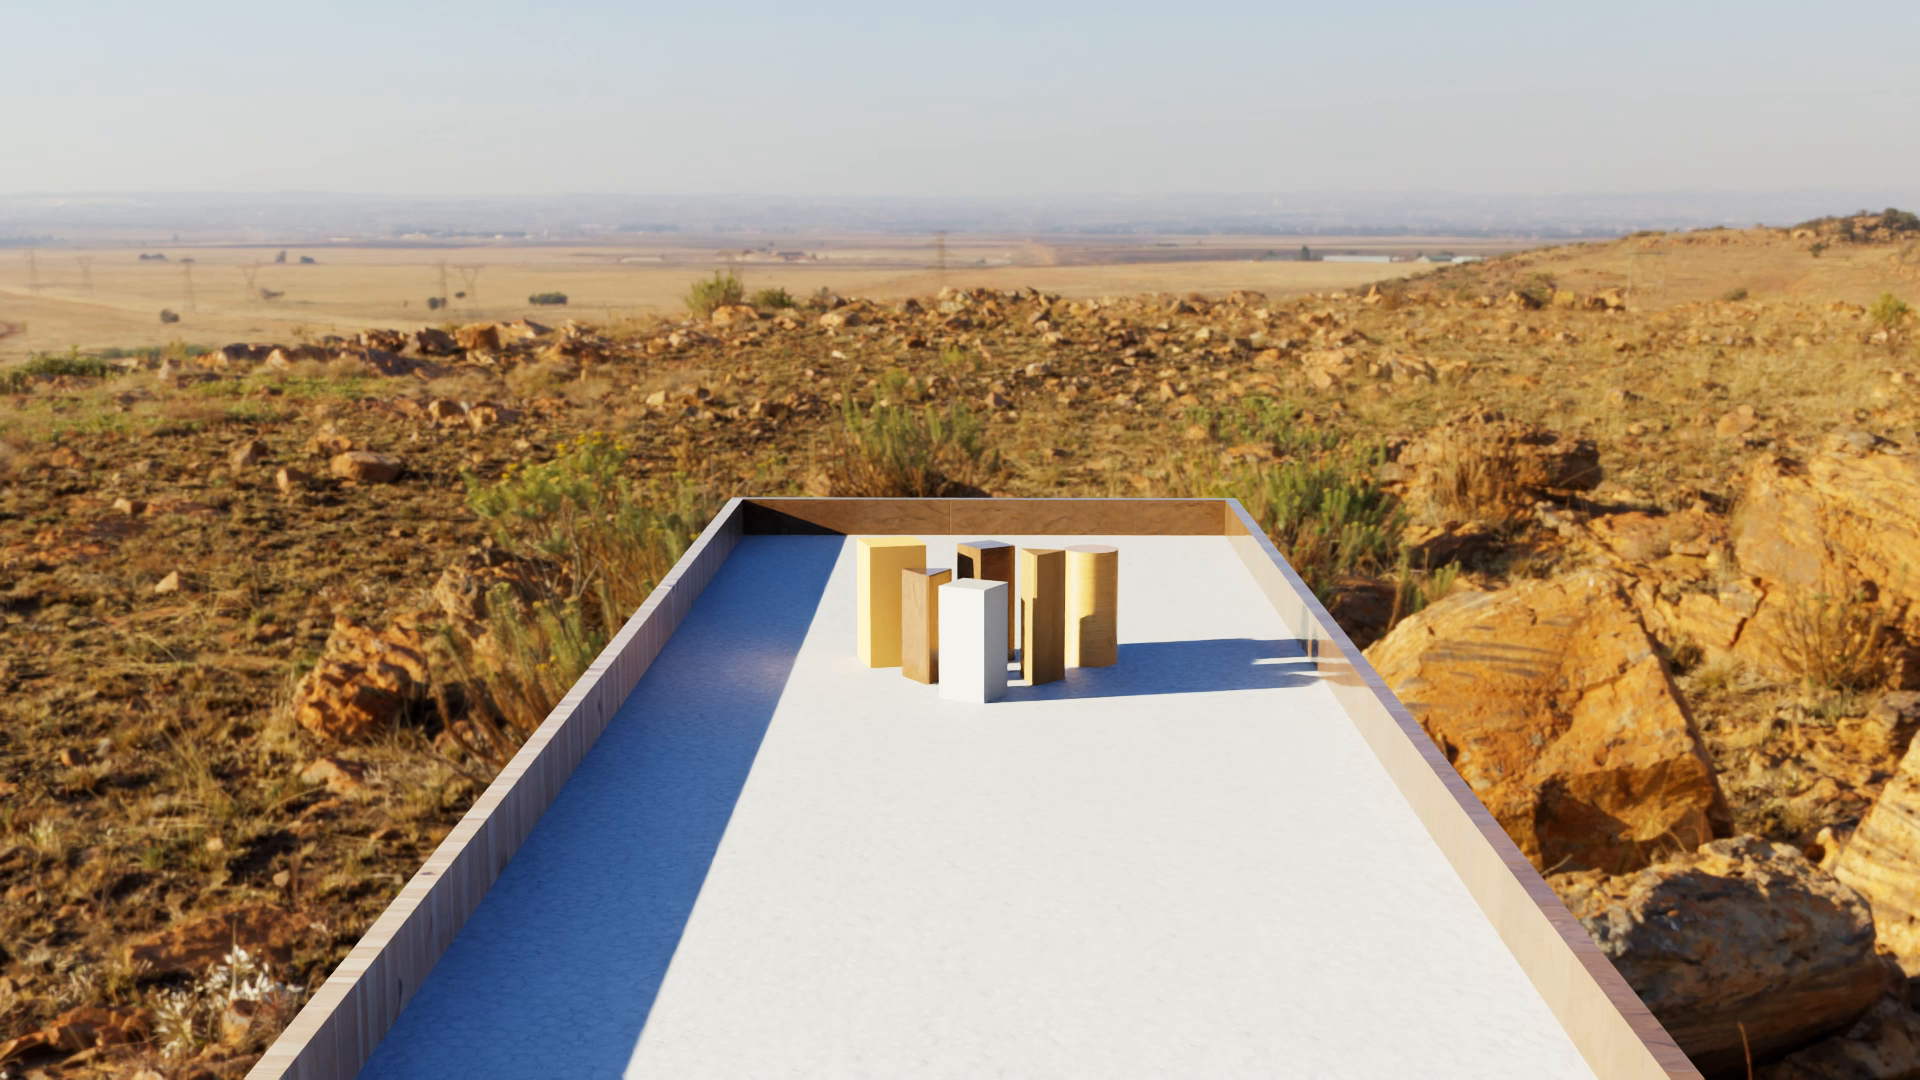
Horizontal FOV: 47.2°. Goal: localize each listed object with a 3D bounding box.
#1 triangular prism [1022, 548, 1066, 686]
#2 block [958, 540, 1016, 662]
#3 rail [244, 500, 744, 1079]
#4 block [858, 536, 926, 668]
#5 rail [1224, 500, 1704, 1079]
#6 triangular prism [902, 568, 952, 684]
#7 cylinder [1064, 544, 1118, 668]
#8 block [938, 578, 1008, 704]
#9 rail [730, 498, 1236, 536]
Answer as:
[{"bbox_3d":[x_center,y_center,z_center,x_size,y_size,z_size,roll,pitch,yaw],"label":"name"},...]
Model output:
[{"bbox_3d":[0.221,0.219,6.409,0.114,0.382,0.132,9,12,43],"label":"triangular prism"},{"bbox_3d":[0.079,0.188,6.689,0.127,0.355,0.127,-6,11,-33],"label":"block"},{"bbox_3d":[-1.004,0.839,3.234,0.050,0.150,12.000,0,9,1],"label":"rail"},{"bbox_3d":[-0.207,0.186,6.662,0.174,0.367,0.174,-2,9,-15],"label":"block"},{"bbox_3d":[1.046,0.843,3.208,0.050,0.150,12.000,0,9,1],"label":"rail"},{"bbox_3d":[-0.078,0.246,6.430,0.124,0.321,0.143,-5,11,-31],"label":"triangular prism"},{"bbox_3d":[0.395,0.198,6.650,0.164,0.348,0.164,0,9,0],"label":"cylinder"},{"bbox_3d":[0.038,0.282,6.199,0.143,0.322,0.143,5,10,28],"label":"block"},{"bbox_3d":[0.099,-0.098,9.147,2.100,0.150,0.050,0,9,1],"label":"rail"}]
